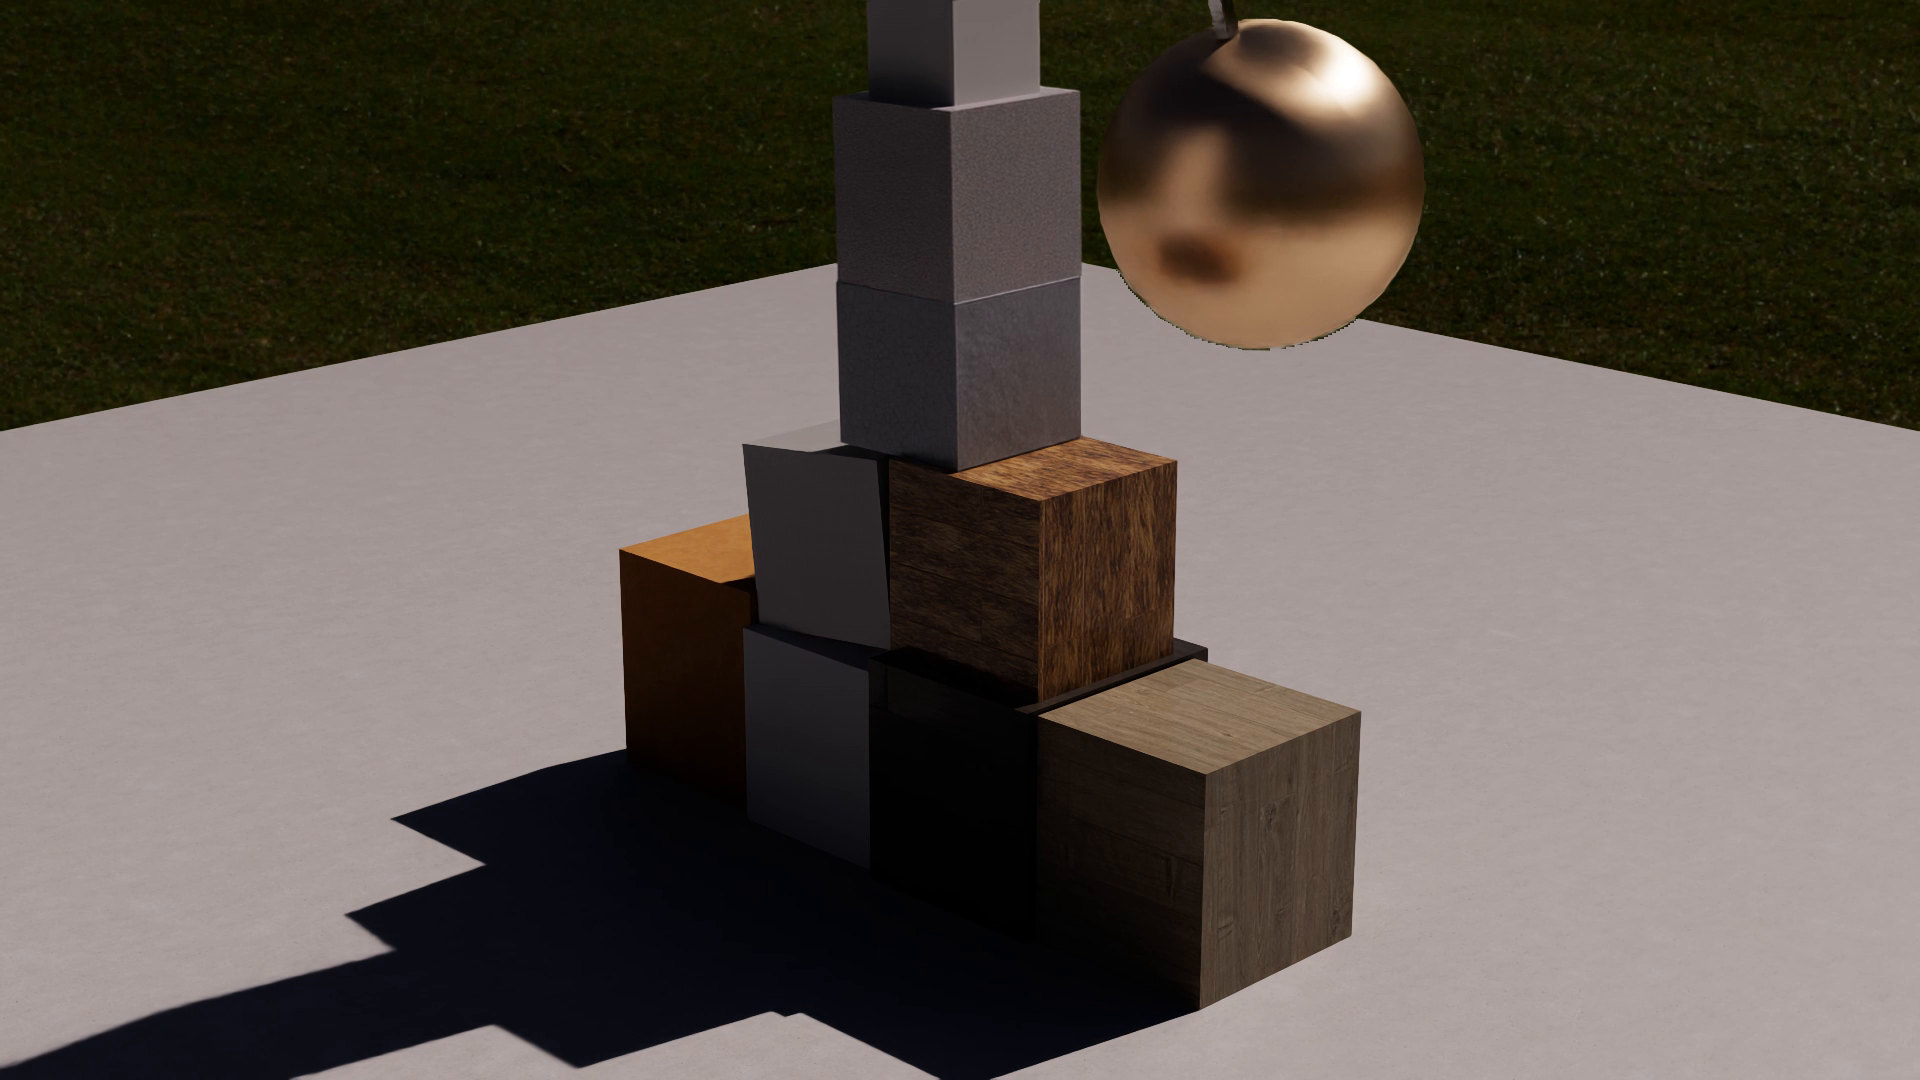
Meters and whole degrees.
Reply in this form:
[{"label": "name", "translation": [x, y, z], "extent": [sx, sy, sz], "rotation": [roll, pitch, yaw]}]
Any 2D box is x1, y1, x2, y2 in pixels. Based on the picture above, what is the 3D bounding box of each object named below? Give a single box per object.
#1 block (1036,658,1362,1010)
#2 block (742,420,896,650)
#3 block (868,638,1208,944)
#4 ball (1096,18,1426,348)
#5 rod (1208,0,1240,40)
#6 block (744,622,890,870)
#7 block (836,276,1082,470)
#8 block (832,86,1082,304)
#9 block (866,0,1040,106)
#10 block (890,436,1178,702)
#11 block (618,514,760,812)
[{"label": "block", "translation": [1.021, 1.240, 12.646], "extent": [1.020, 1.051, 0.937], "rotation": [-17, 24, -42]}, {"label": "block", "translation": [-0.370, -0.063, 13.690], "extent": [0.909, 0.874, 0.818], "rotation": [8, 18, 44]}, {"label": "block", "translation": [0.355, 1.018, 13.317], "extent": [1.179, 1.072, 0.984], "rotation": [-17, 24, -42]}, {"label": "ball", "translation": [1.467, -1.738, 14.333], "extent": [1.600, 1.600, 1.600], "rotation": [0, 17, 0]}, {"label": "rod", "translation": [0.636, -4.532, 12.584], "extent": [0.080, 5.200, 0.080], "rotation": [17, 44, 42]}, {"label": "block", "translation": [-0.326, 0.863, 13.978], "extent": [1.043, 0.972, 0.918], "rotation": [-17, 24, -42]}, {"label": "block", "translation": [-0.002, -0.805, 13.099], "extent": [0.786, 0.735, 0.746], "rotation": [-17, 23, -42]}, {"label": "block", "translation": [-0.008, -1.552, 12.886], "extent": [0.799, 0.819, 0.729], "rotation": [-17, 23, -42]}, {"label": "block", "translation": [-0.029, -2.241, 12.673], "extent": [0.525, 0.623, 0.527], "rotation": [-17, 23, -42]}, {"label": "block", "translation": [0.321, 0.077, 13.020], "extent": [0.879, 0.902, 0.914], "rotation": [-17, 24, -42]}, {"label": "block", "translation": [-1.006, 0.586, 14.598], "extent": [0.930, 1.128, 0.977], "rotation": [-17, 24, -42]}]
